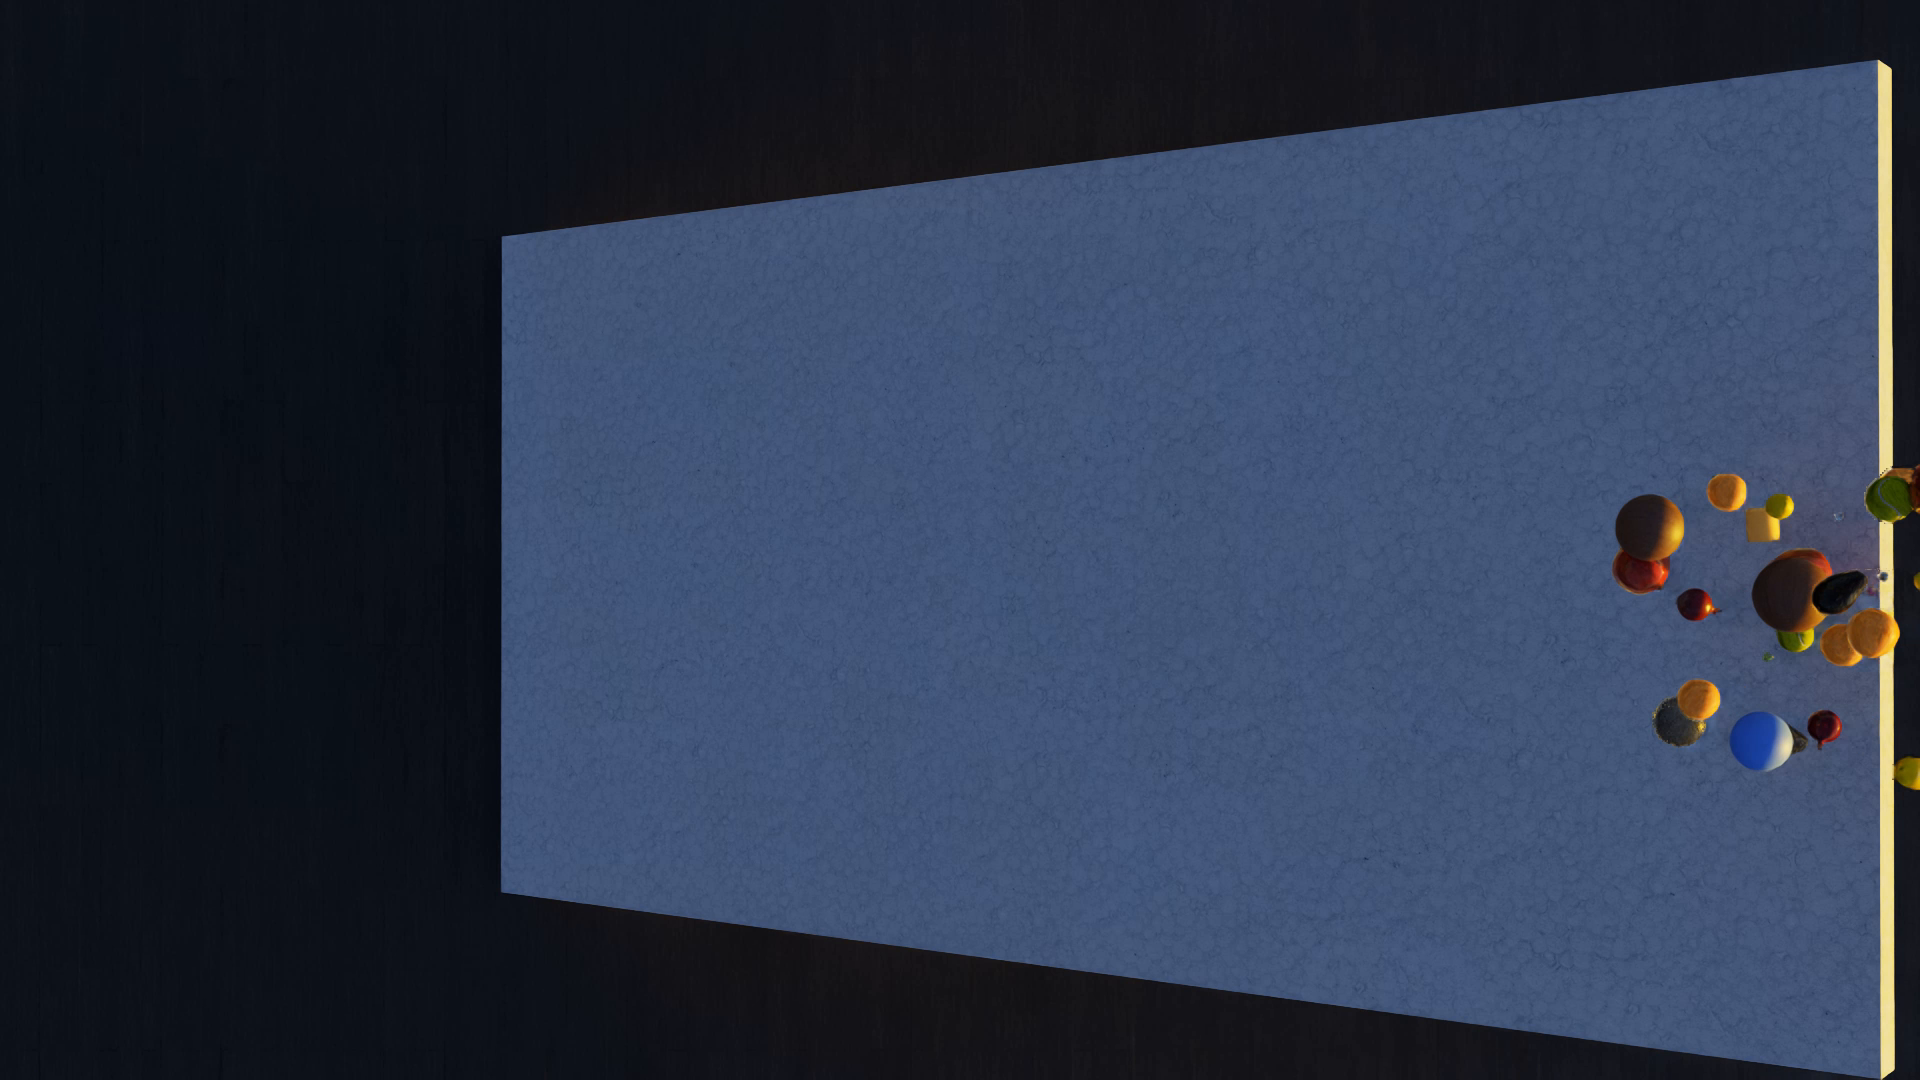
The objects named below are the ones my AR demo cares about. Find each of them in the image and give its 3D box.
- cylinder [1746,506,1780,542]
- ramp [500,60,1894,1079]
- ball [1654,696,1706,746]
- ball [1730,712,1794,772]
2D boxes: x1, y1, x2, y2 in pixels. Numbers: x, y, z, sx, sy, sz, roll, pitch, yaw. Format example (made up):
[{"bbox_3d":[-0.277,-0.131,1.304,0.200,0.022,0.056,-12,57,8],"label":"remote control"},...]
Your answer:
[{"bbox_3d":[1.373,-0.027,3.761,0.052,0.052,0.052,-7,97,0],"label":"cylinder"},{"bbox_3d":[0.233,0.065,5.552,4.000,0.100,2.000,0,89,37],"label":"ramp"},{"bbox_3d":[1.383,0.348,4.225,0.096,0.096,0.096,0,90,0],"label":"ball"},{"bbox_3d":[1.303,0.327,3.576,0.097,0.097,0.097,0,90,0],"label":"ball"}]
